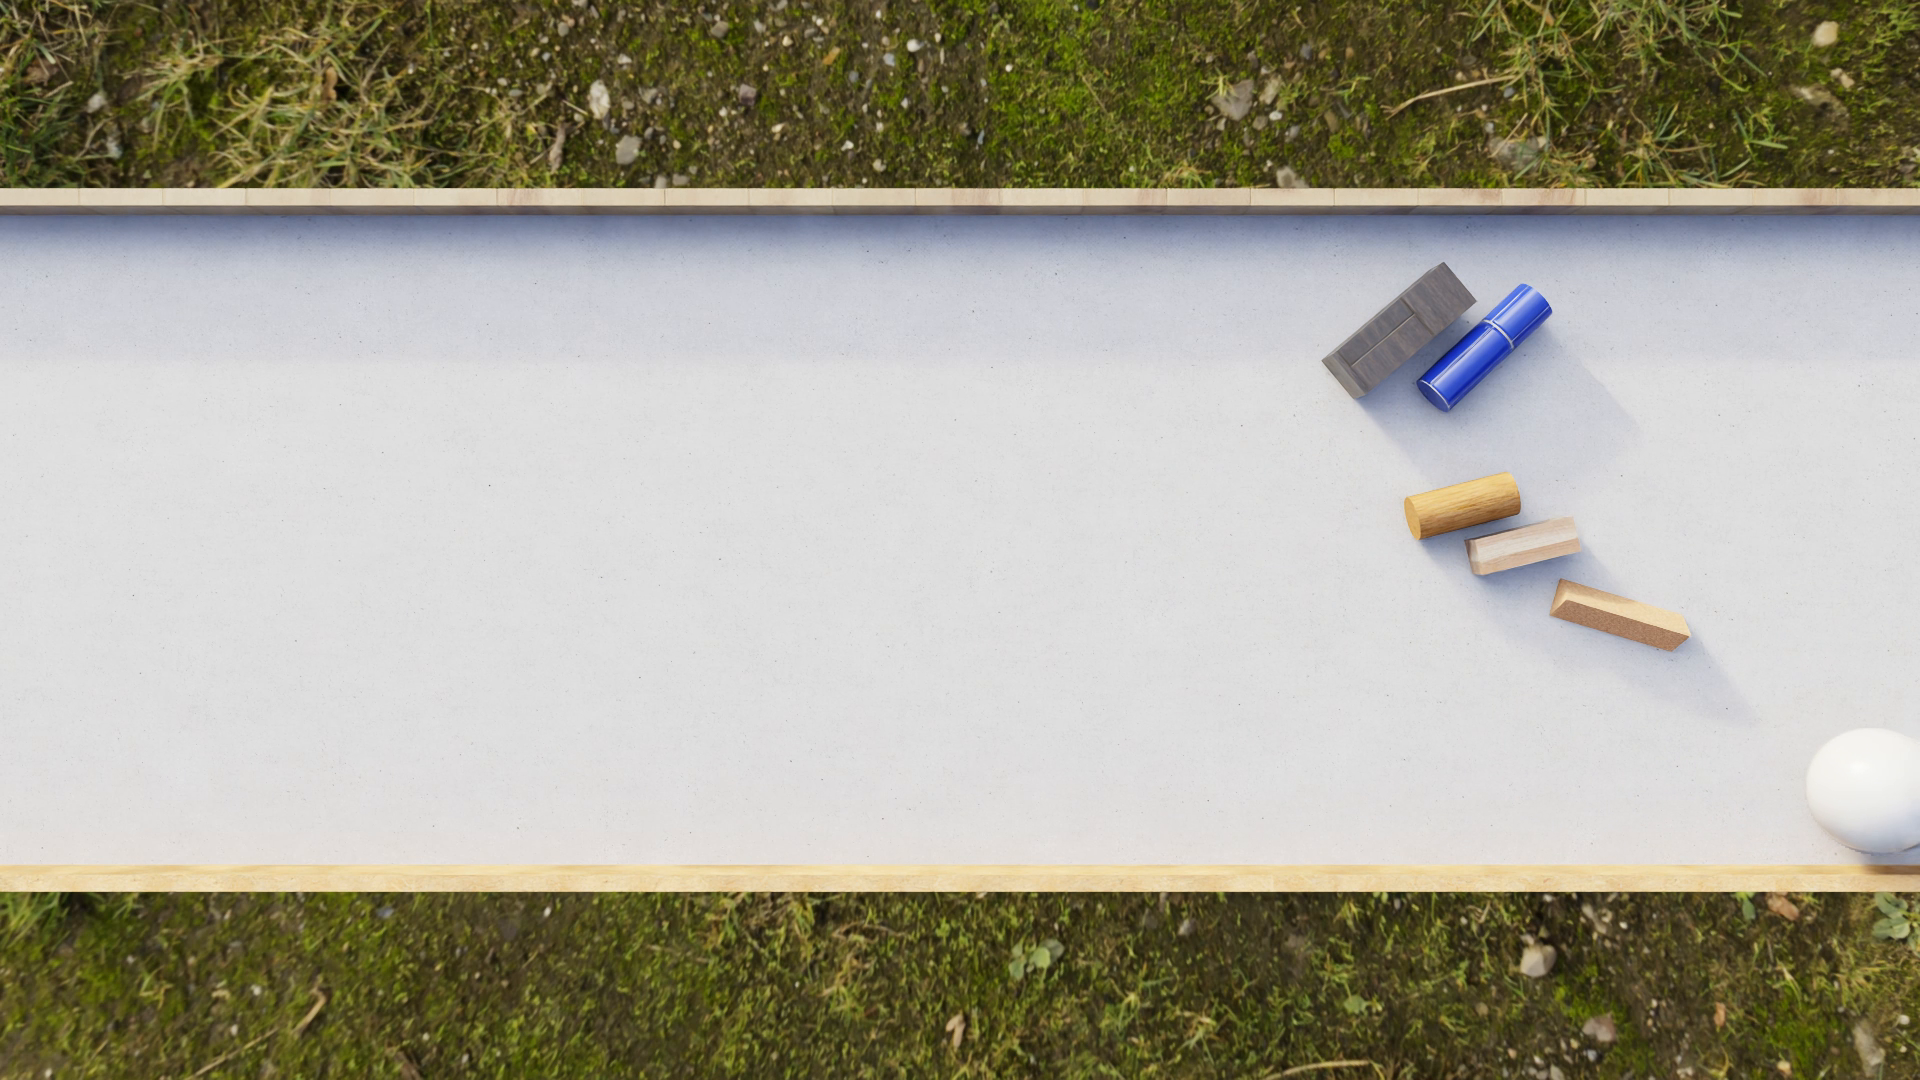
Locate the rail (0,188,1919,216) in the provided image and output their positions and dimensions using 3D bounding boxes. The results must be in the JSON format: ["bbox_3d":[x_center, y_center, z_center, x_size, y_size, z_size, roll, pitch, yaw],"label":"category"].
[{"bbox_3d":[-2.247,-1.025,5.002,12.000,0.150,0.050,0,90,0],"label":"rail"}]

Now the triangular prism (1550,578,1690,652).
[{"bbox_3d":[2.016,0.231,5.023,0.390,0.101,0.117,17,90,0],"label":"triangular prism"}]

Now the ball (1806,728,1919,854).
[{"bbox_3d":[2.717,0.743,4.891,0.370,0.370,0.370,0,90,0],"label":"ball"}]

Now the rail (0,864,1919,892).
[{"bbox_3d":[-2.247,1.025,5.001,12.000,0.150,0.050,0,90,0],"label":"rail"}]

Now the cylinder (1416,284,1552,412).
[{"bbox_3d":[1.592,-0.583,5.010,0.429,0.134,0.134,-43,90,0],"label":"cylinder"}]

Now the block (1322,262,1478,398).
[{"bbox_3d":[1.327,-0.632,4.999,0.435,0.156,0.156,-40,90,0],"label":"block"}]

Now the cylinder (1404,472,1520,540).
[{"bbox_3d":[1.524,-0.104,5.009,0.311,0.135,0.135,-14,90,0],"label":"cylinder"}]

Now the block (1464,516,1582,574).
[{"bbox_3d":[1.712,0.017,5.023,0.303,0.108,0.108,-14,90,0],"label":"block"}]
